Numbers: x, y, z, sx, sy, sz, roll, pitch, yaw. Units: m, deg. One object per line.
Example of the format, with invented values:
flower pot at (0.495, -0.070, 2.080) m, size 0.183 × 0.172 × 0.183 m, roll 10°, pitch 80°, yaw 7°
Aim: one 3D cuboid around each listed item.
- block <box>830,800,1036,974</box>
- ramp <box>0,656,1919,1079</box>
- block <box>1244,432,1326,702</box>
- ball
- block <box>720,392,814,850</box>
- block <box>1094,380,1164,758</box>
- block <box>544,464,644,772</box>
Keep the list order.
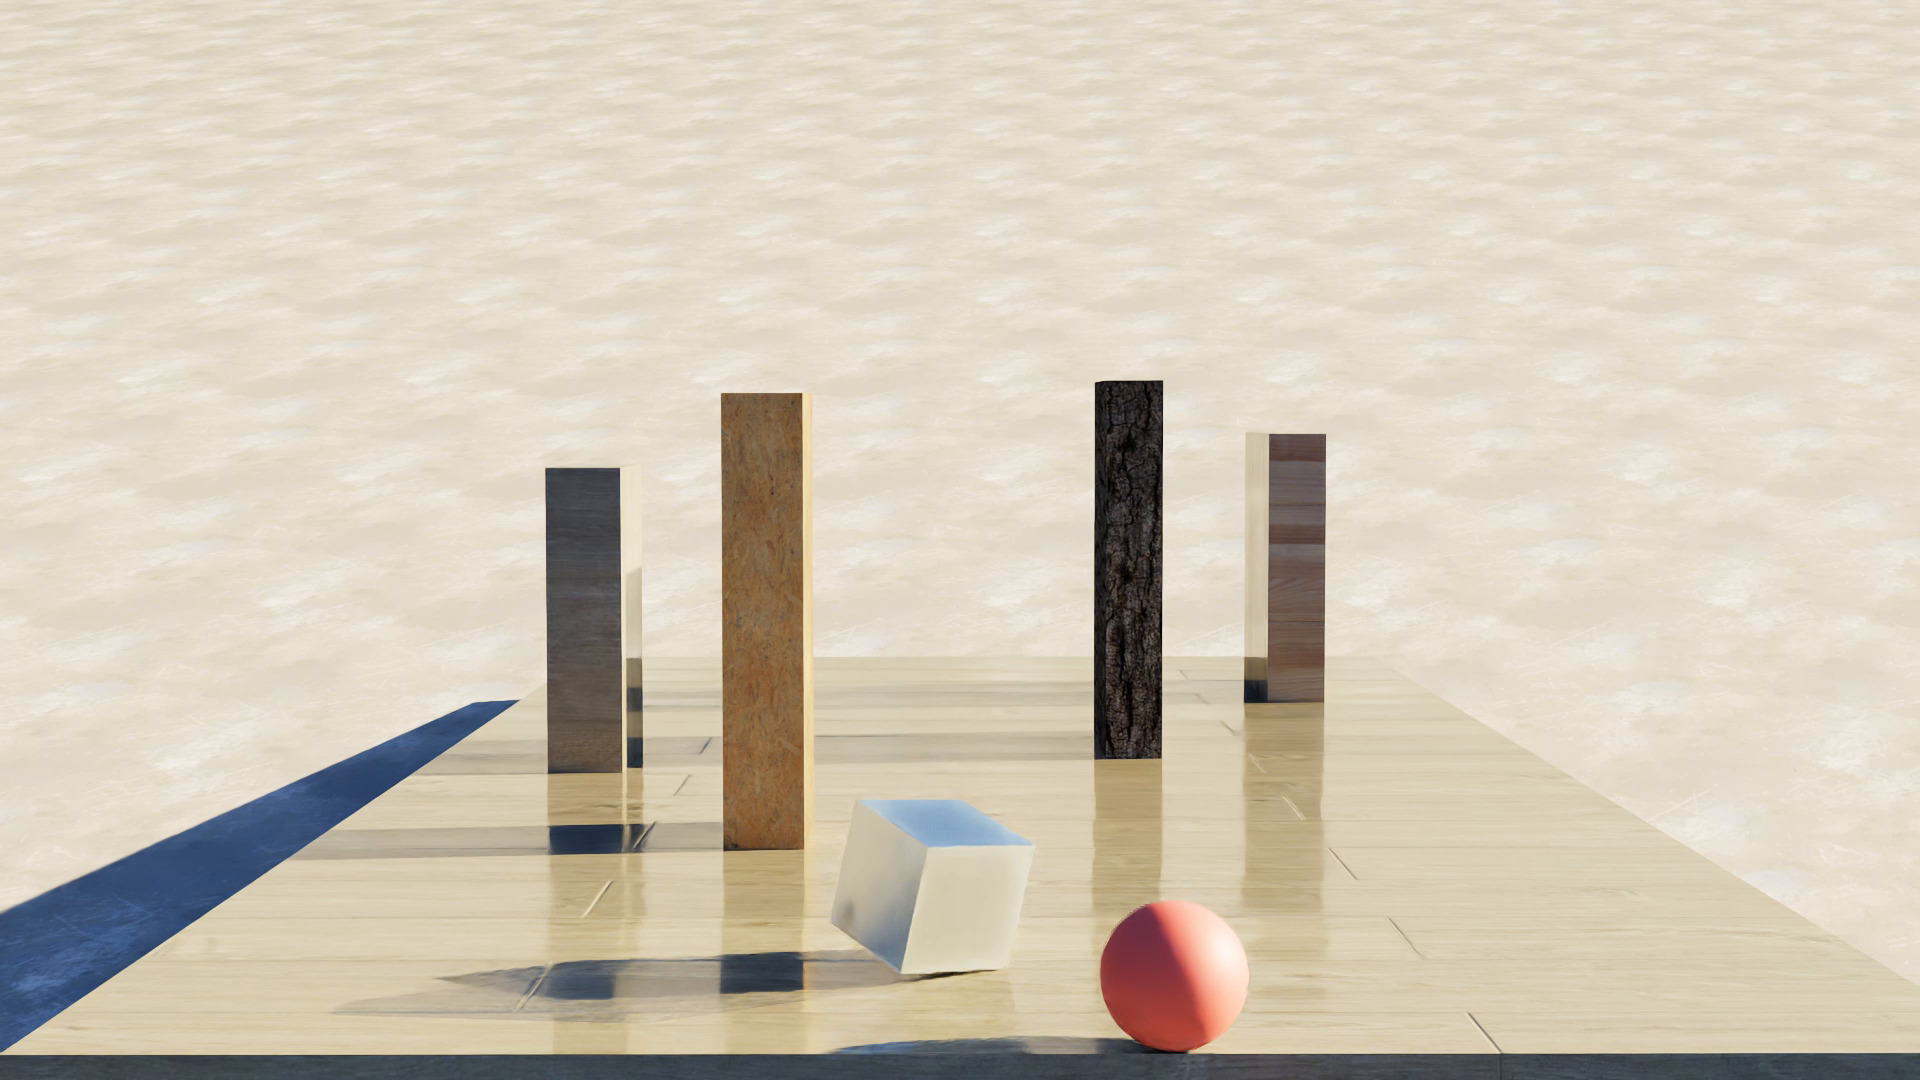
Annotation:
block at (-0.032, 0.390, 2.915) m, size 0.149 × 0.149 × 0.149 m, roll 4°, pitch 13°, yaw -37°
ramp at (0.050, 0.451, 4.532) m, size 2.000 × 0.100 × 4.000 m, roll 0°, pitch 3°, yaw 0°
block at (0.721, 0.049, 5.731) m, size 0.123 × 0.576 × 0.448 m, roll 0°, pitch 3°, yaw 0°
ball at (0.212, 0.432, 2.544) m, size 0.147 × 0.147 × 0.147 m, roll 0°, pitch 21°, yaw 0°
block at (-0.282, 0.111, 3.803) m, size 0.117 × 0.656 × 0.249 m, roll 0°, pitch 3°, yaw 0°
block at (0.314, 0.044, 4.828) m, size 0.102 × 0.682 × 0.405 m, roll 0°, pitch 3°, yaw 0°
block at (-0.652, 0.132, 4.603) m, size 0.130 × 0.530 × 0.293 m, roll 0°, pitch 3°, yaw 0°
